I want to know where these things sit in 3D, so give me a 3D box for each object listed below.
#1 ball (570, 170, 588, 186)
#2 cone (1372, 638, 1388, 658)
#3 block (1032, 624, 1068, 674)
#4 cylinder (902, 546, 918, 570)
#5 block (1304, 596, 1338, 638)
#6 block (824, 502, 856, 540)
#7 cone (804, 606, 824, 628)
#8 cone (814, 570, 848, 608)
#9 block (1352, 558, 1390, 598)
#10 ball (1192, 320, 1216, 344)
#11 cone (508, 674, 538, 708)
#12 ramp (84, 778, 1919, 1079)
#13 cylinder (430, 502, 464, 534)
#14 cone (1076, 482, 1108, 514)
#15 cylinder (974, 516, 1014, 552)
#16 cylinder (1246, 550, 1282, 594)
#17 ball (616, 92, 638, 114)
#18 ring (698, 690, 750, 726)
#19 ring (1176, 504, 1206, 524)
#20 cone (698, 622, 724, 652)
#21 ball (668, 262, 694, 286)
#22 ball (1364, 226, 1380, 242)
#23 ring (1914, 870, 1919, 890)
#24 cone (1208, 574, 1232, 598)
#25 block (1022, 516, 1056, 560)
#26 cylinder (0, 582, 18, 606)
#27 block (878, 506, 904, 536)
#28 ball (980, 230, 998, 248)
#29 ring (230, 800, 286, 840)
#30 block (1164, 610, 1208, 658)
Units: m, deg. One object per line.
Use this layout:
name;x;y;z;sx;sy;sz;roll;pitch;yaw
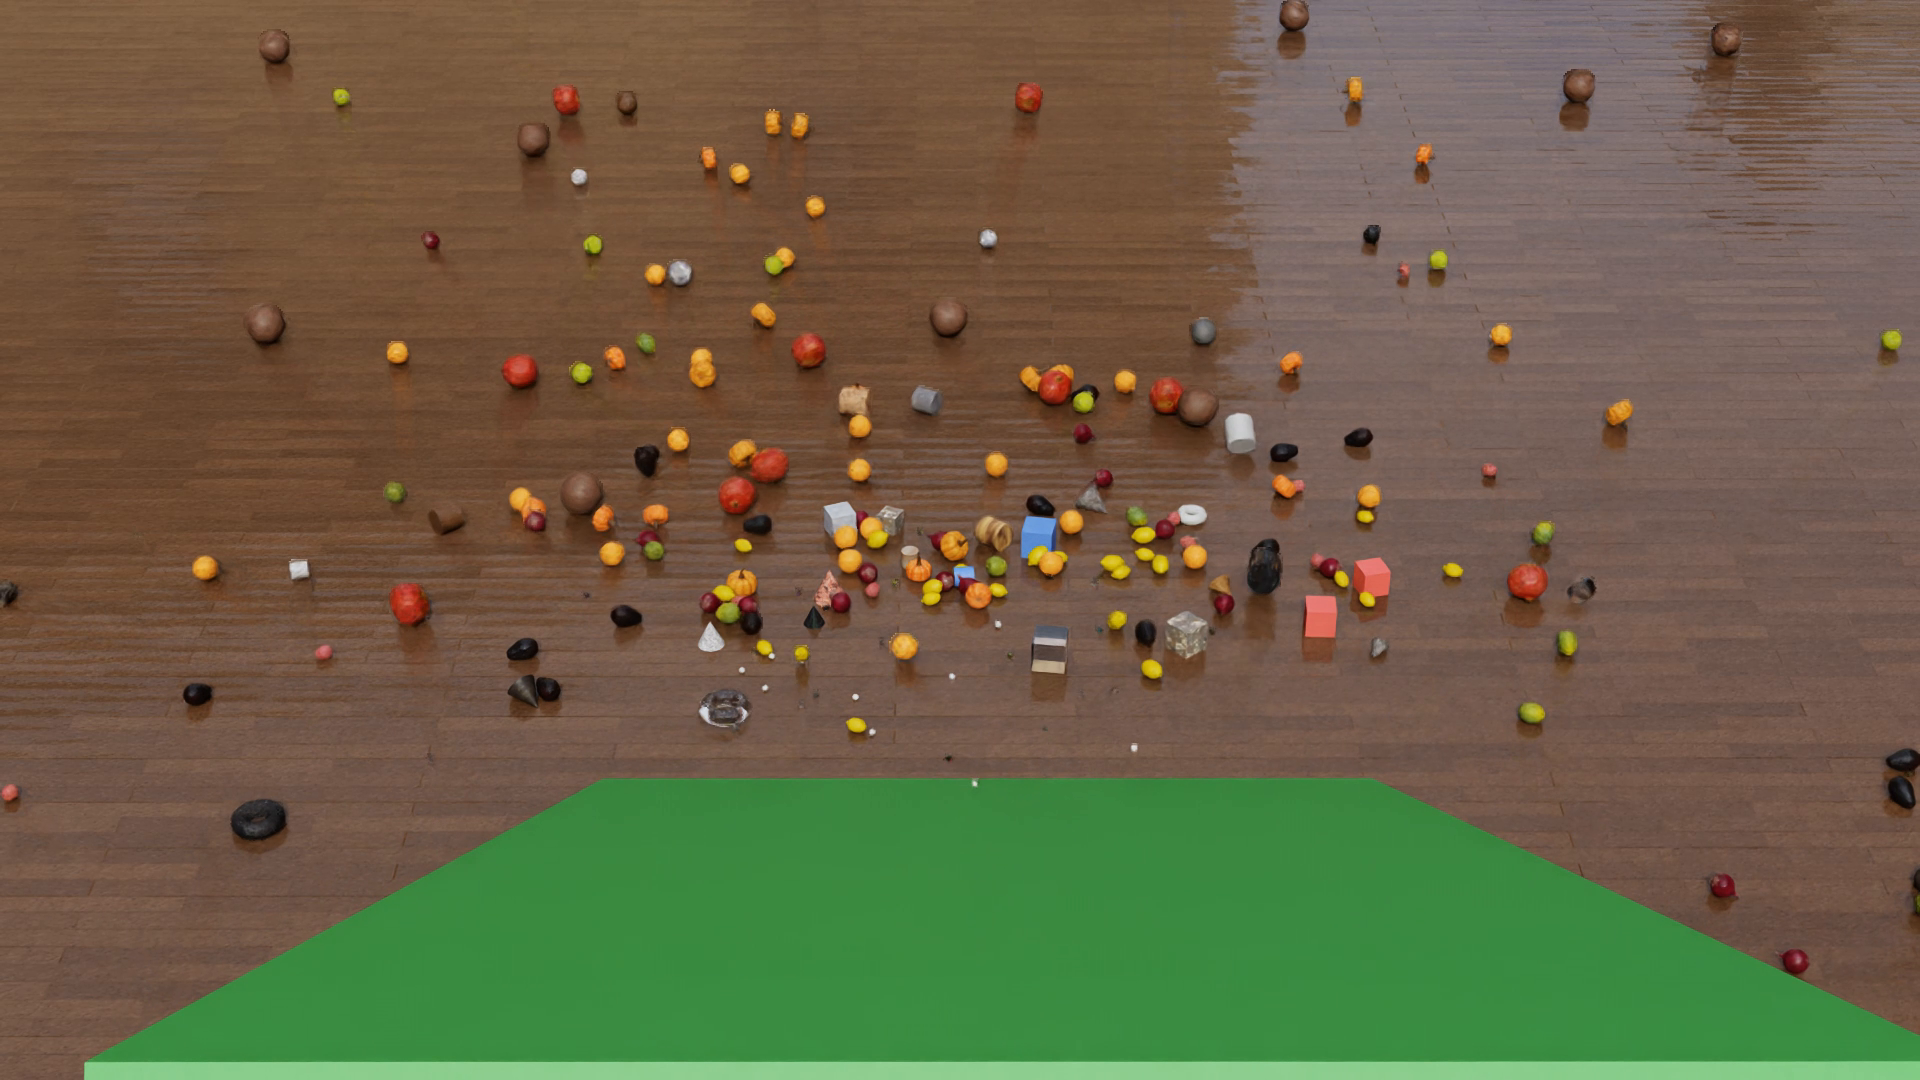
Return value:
ball;-1.465;-1.395;9.979;0.063;0.063;0.063;0;33;0
cone;1.180;0.315;7.350;0.055;0.055;0.055;17;63;25
block;0.253;0.307;7.298;0.094;0.094;0.094;4;33;7
cylinder;-0.149;0.053;7.732;0.052;0.052;0.052;0;33;0
block;1.034;0.219;7.443;0.085;0.085;0.085;2;33;2
block;-0.364;-0.059;7.884;0.077;0.077;0.077;-13;35;-19
cone;-0.421;0.213;7.473;0.062;0.062;0.062;0;33;0
cone;-0.380;0.127;7.573;0.099;0.099;0.099;0;33;0
block;1.209;0.112;7.616;0.080;0.080;0.080;-8;34;-13
ball;0.837;-0.712;8.893;0.086;0.086;0.086;0;33;0
cone;-1.188;0.432;7.154;0.086;0.086;0.086;-26;67;-35
ramp;0.073;0.636;4.743;2.000;0.100;4.000;0;-1;0
cylinder;-1.562;-0.065;7.894;0.076;0.076;0.076;-25;40;-33
cone;0.421;-0.111;7.997;0.093;0.093;0.093;42;45;11
cylinder;0.101;-0.020;7.817;0.083;0.083;0.083;26;41;34
cylinder;0.889;0.092;7.574;0.097;0.097;0.097;5;25;8
ball;-1.354;-1.776;10.551;0.086;0.086;0.086;0;33;0
ring;-0.645;0.460;7.104;0.143;0.048;0.143;1;32;0
ring;0.710;-0.078;7.956;0.093;0.031;0.093;-1;33;0
cone;-0.710;0.263;7.381;0.078;0.078;0.078;0;33;0
ball;-0.998;-0.952;9.264;0.089;0.089;0.089;0;33;0
ball;1.518;-1.126;9.562;0.060;0.060;0.060;0;33;0
ring;2.452;0.857;6.492;0.121;0.040;0.121;0;31;0
cone;0.778;0.147;7.605;0.069;0.069;0.069;-22;66;-31
block;0.237;-0.005;7.787;0.091;0.091;0.091;6;33;9
cylinder;-2.789;0.158;7.566;0.054;0.054;0.054;14;35;20
block;-0.211;-0.059;7.899;0.060;0.060;0.060;14;35;21
ball;0.104;-1.106;9.525;0.067;0.067;0.067;0;33;0
ring;-1.813;0.721;6.697;0.139;0.046;0.139;0;33;0
block;0.642;0.268;7.367;0.084;0.084;0.084;-26;41;-35
